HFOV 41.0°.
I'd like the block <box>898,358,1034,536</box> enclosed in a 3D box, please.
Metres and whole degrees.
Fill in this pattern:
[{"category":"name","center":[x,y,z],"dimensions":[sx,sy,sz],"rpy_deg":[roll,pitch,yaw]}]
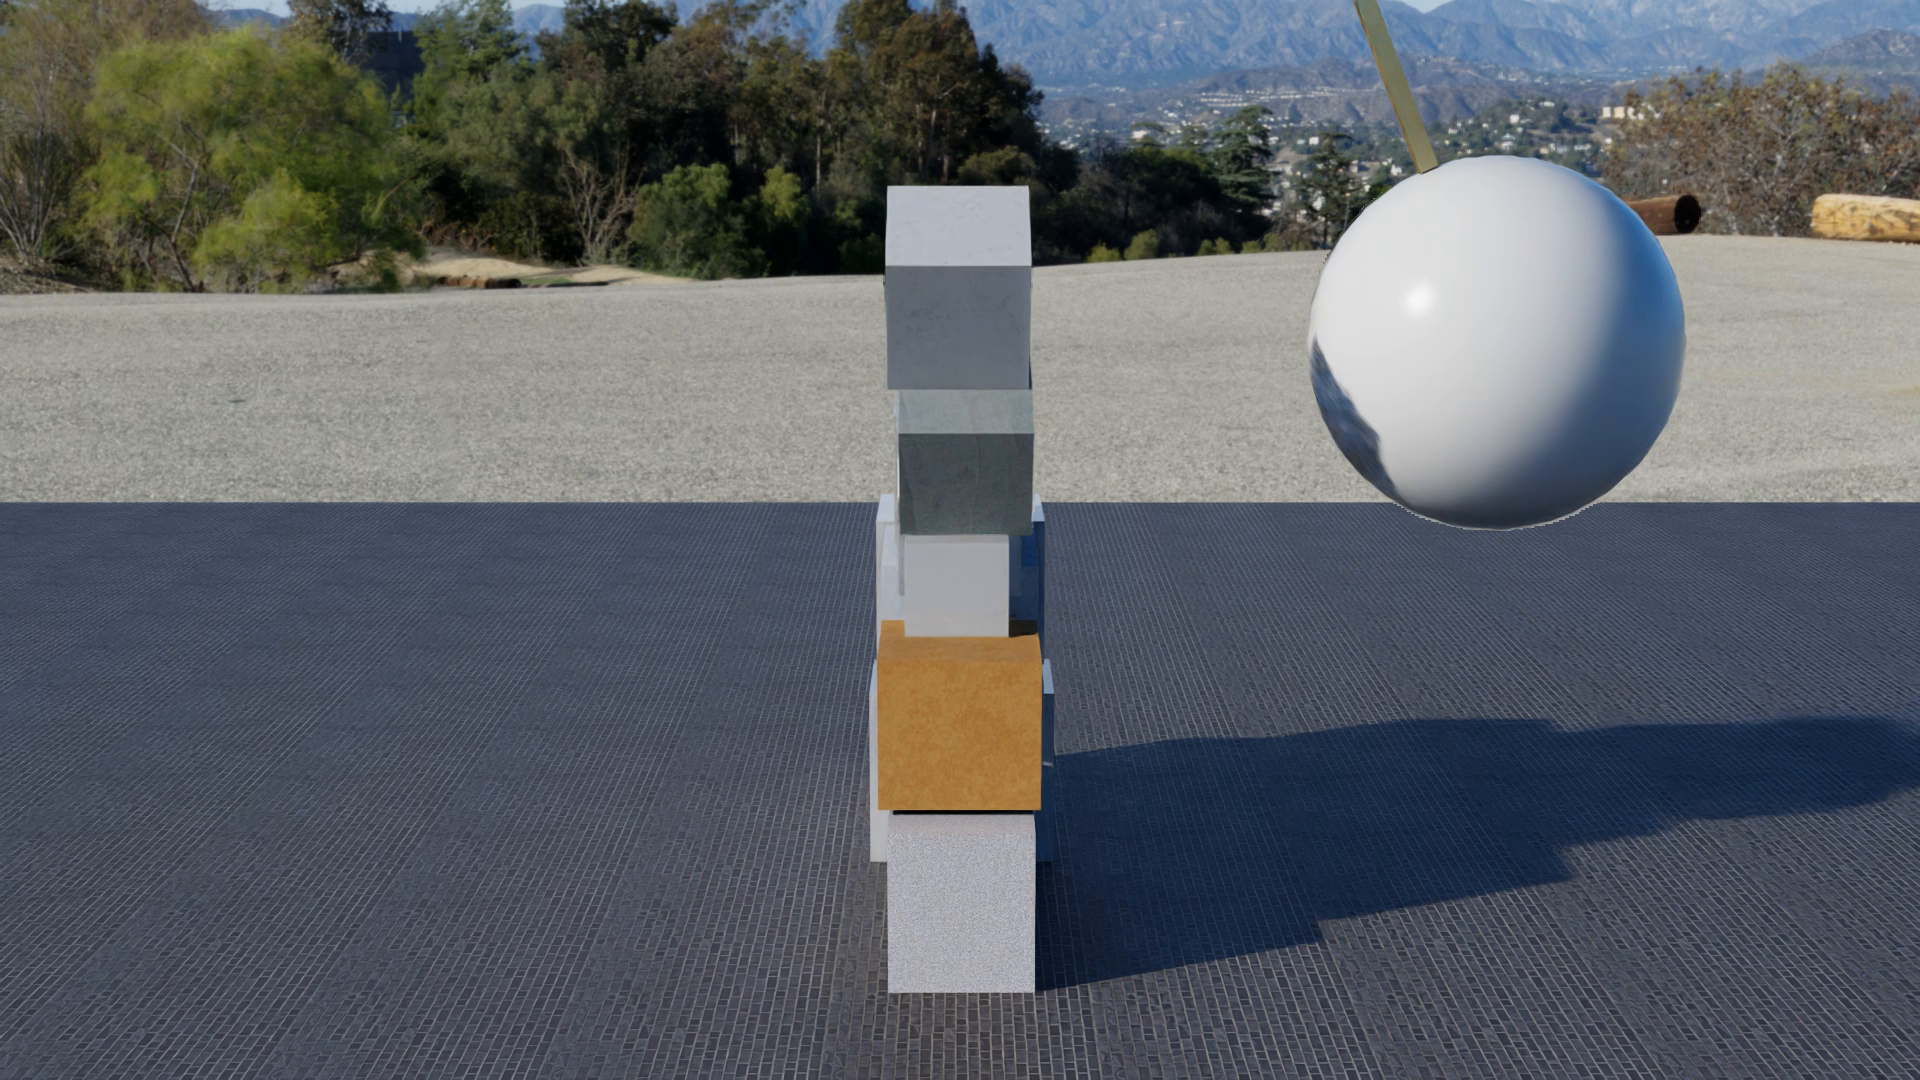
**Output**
[{"category":"block","center":[0.022,-0.415,10.367],"dimensions":[0.528,0.528,0.593],"rpy_deg":[0,42,0]}]

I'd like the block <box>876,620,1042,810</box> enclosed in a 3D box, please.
[{"category":"block","center":[-0.003,0.693,10.296],"dimensions":[0.637,0.599,0.652],"rpy_deg":[0,13,0]}]

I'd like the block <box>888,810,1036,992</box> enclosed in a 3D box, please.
[{"category":"block","center":[0.005,1.391,10.133],"dimensions":[0.568,0.637,0.529],"rpy_deg":[0,10,0]}]

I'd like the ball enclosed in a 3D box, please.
[{"category":"ball","center":[2.295,-0.846,11.026],"dimensions":[1.600,1.600,1.600],"rpy_deg":[0,10,0]}]

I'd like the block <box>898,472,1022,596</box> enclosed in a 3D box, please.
[{"category":"block","center":[-0.003,-0.149,10.878],"dimensions":[0.513,0.544,0.539],"rpy_deg":[0,41,0]}]

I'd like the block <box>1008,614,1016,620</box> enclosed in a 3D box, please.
[{"category":"block","center":[0.014,0.623,10.868],"dimensions":[0.457,0.519,0.488],"rpy_deg":[0,12,0]}]

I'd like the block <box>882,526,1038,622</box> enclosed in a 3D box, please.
[{"category":"block","center":[-0.001,0.346,11.405],"dimensions":[0.674,0.672,0.665],"rpy_deg":[0,15,0]}]

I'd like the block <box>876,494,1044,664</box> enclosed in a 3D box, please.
[{"category":"block","center":[0.002,0.174,12.147],"dimensions":[0.770,0.667,0.775],"rpy_deg":[0,10,0]}]

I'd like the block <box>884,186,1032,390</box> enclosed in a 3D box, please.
[{"category":"block","center":[-0.007,-0.999,10.170],"dimensions":[0.560,0.604,0.533],"rpy_deg":[0,42,0]}]

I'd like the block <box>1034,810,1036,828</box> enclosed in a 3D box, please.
[{"category":"block","center":[0.015,1.267,10.709],"dimensions":[0.576,0.676,0.629],"rpy_deg":[0,10,0]}]

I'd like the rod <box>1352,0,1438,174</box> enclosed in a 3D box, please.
[{"category":"rod","center":[0.994,-3.937,10.464],"dimensions":[0.080,5.200,0.080],"rpy_deg":[-22,10,4]}]

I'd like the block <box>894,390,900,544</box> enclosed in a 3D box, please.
[{"category":"block","center":[-0.007,-0.334,11.518],"dimensions":[0.567,0.579,0.530],"rpy_deg":[0,15,0]}]

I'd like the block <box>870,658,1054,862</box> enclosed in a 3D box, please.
[{"category":"block","center":[0.008,1.006,11.851],"dimensions":[0.825,0.780,0.689],"rpy_deg":[0,10,0]}]

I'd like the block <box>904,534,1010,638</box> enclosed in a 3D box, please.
[{"category":"block","center":[-0.014,0.156,10.425],"dimensions":[0.415,0.390,0.407],"rpy_deg":[0,13,0]}]
